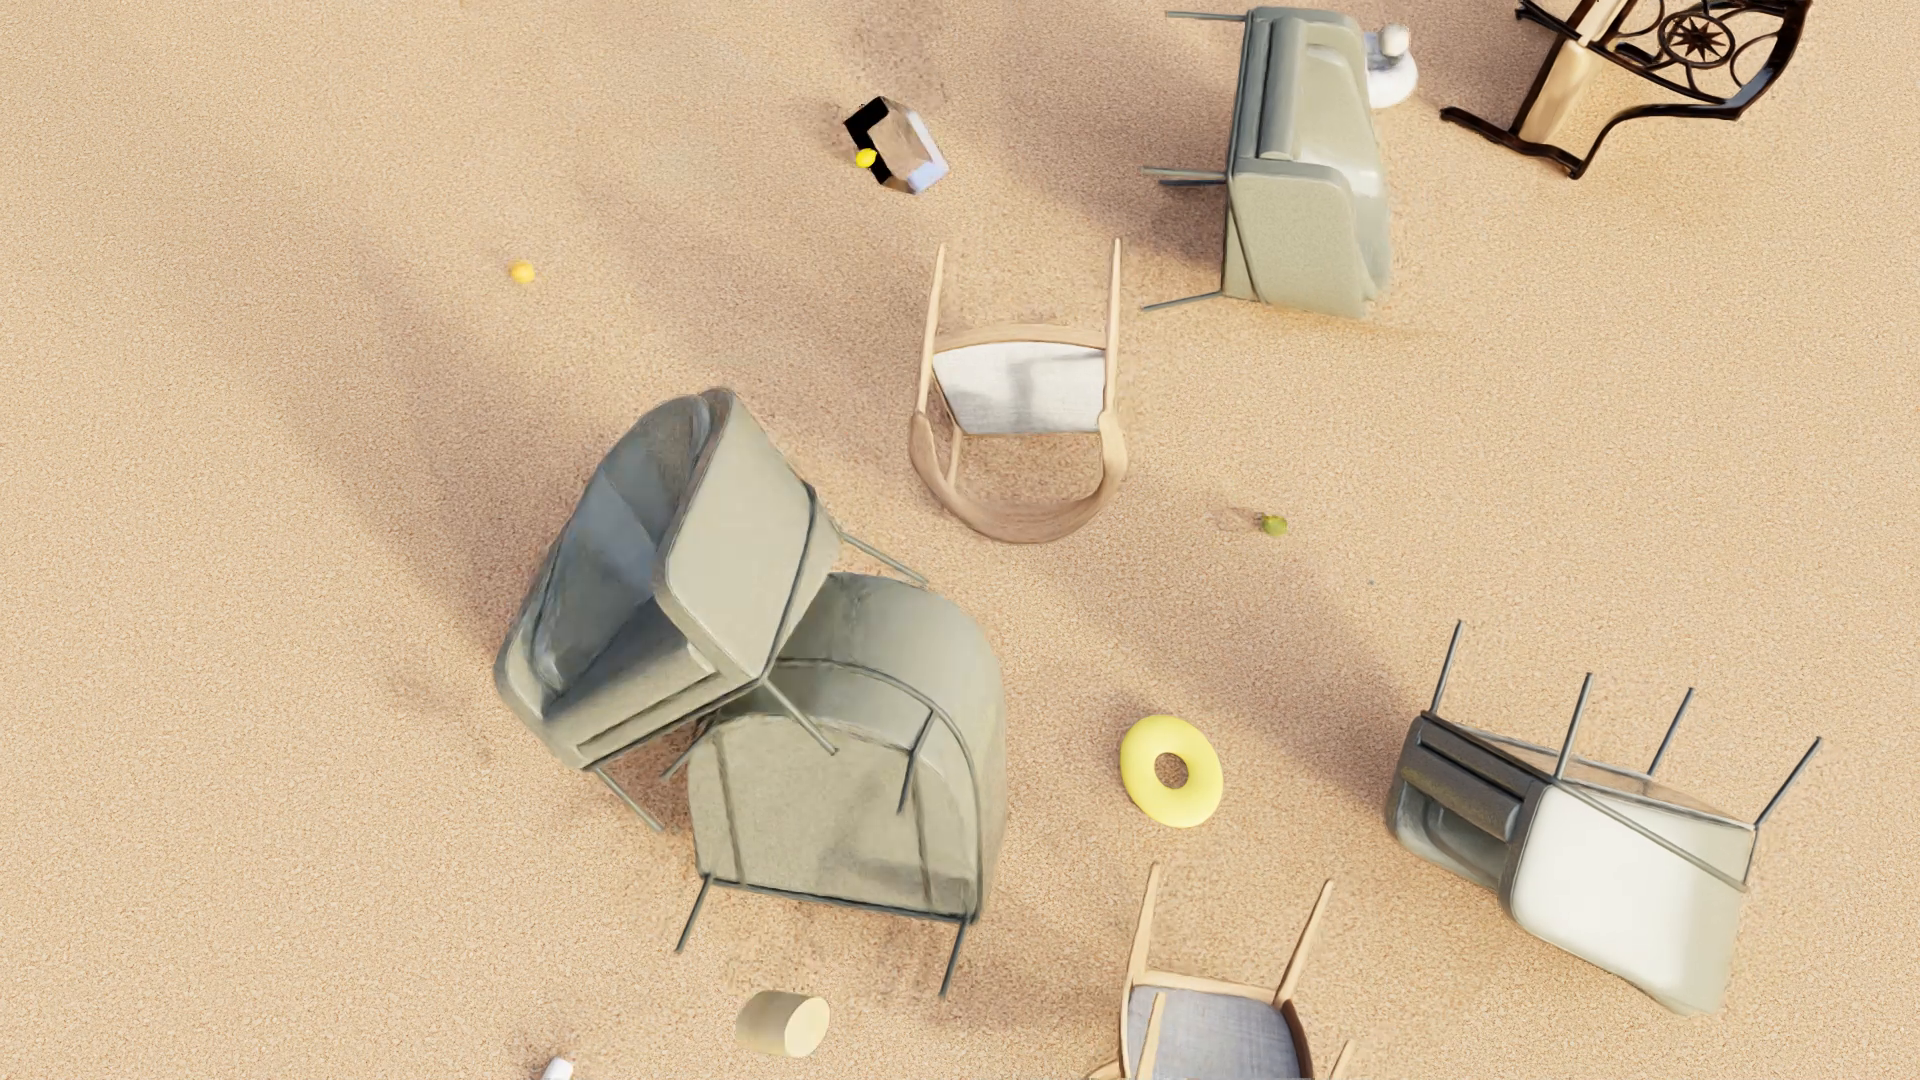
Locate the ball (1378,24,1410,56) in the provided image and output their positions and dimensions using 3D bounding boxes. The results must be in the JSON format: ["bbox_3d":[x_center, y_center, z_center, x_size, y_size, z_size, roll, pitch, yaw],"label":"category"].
[{"bbox_3d":[1.474,-1.700,7.478,0.106,0.106,0.106,0,56,0],"label":"ball"}]

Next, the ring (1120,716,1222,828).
[{"bbox_3d":[0.587,0.641,6.118,0.277,0.044,0.358,-14,57,-10],"label":"ring"}]

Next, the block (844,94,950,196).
[{"bbox_3d":[-0.205,-1.286,7.185,0.150,0.278,0.245,-34,78,20],"label":"block"}]

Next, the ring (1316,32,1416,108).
[{"bbox_3d":[1.394,-1.614,7.553,0.348,0.135,0.345,4,46,-1],"label":"ring"}]

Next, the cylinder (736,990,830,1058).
[{"bbox_3d":[-0.426,1.164,5.302,0.148,0.128,0.180,1,20,34],"label":"cylinder"}]
